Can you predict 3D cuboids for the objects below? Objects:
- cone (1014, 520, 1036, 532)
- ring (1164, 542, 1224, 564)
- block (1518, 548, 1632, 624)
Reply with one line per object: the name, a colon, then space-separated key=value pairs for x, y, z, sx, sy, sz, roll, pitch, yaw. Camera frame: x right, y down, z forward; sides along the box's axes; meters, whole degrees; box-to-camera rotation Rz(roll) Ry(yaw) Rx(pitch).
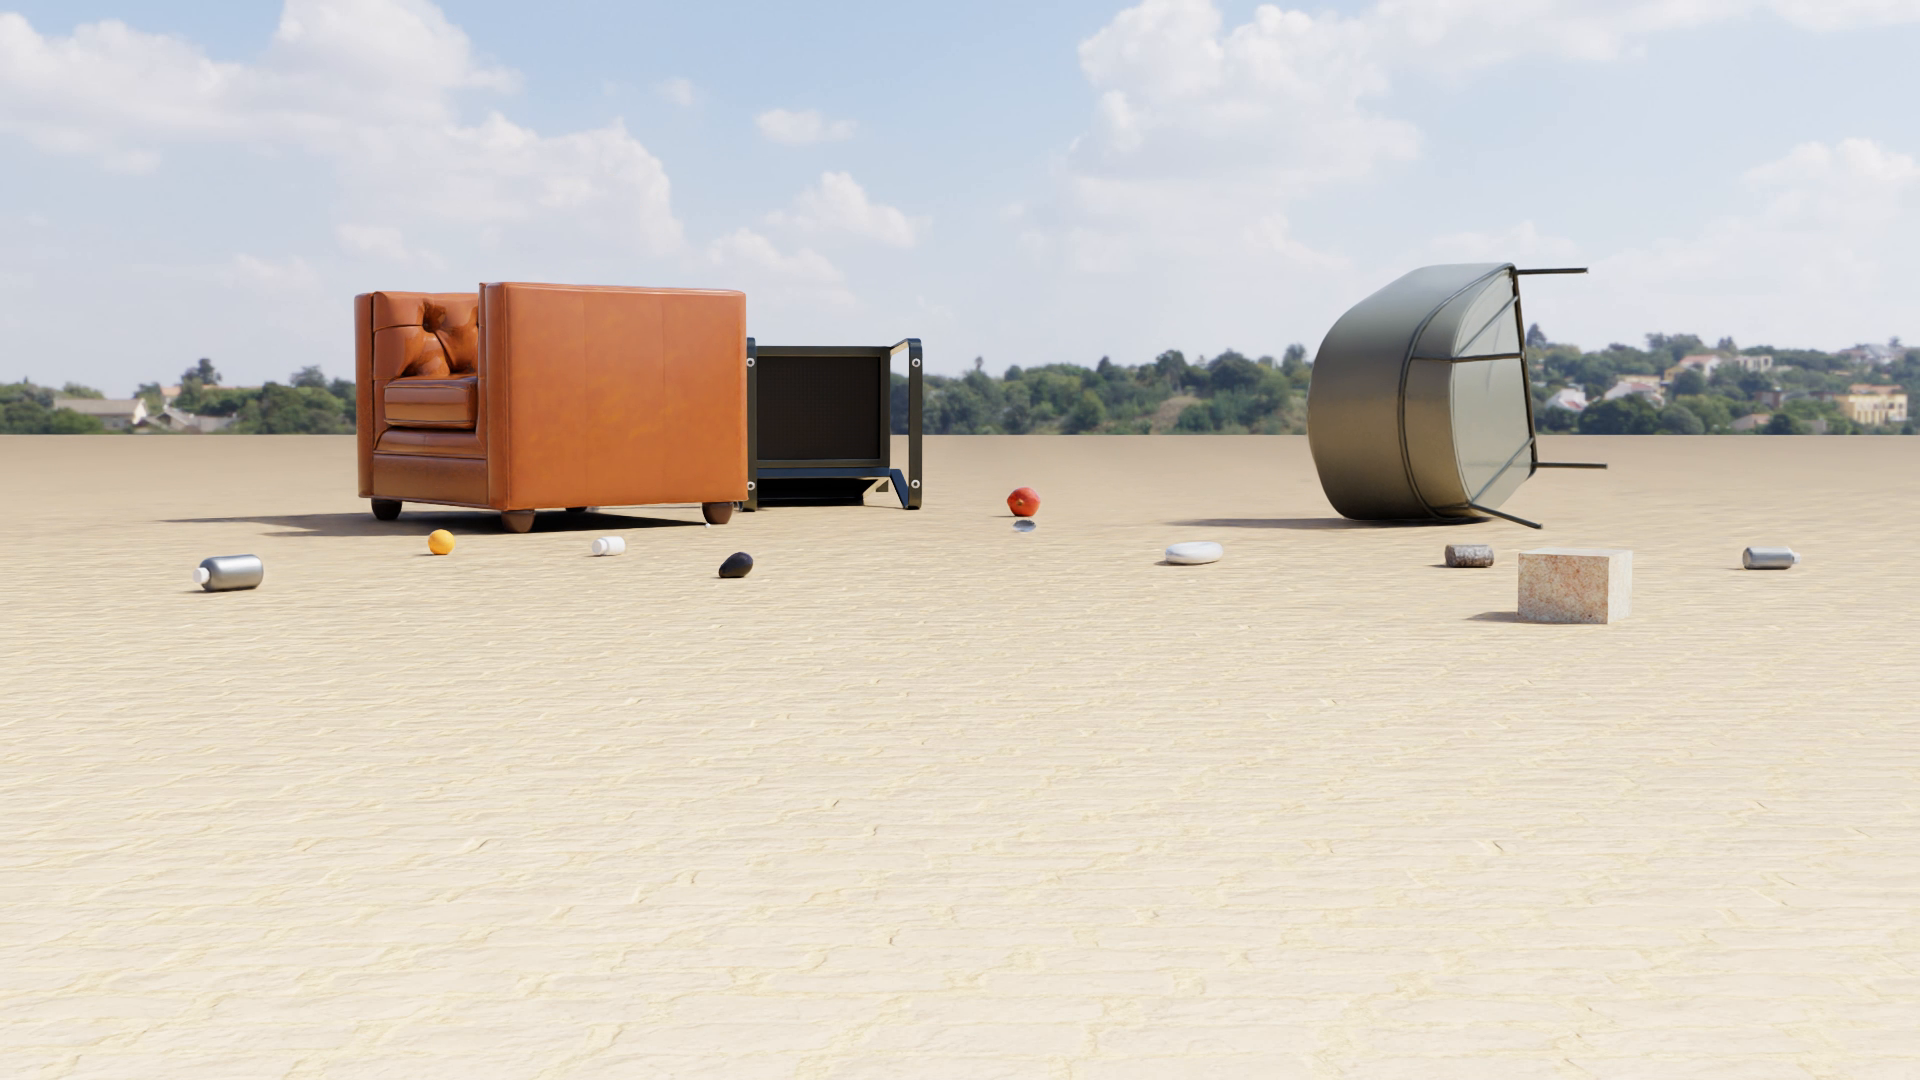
cone: x=0.199 y=-0.038 z=6.952 sx=0.073 sy=0.040 sz=0.091 roll=-2 pitch=-8 yaw=-4
ring: x=0.608 y=0.034 z=5.714 sx=0.133 sy=0.047 sz=0.309 roll=0 pitch=3 yaw=22
block: x=1.209 y=0.088 z=4.321 sx=0.174 sy=0.130 sz=0.191 roll=2 pitch=5 yaw=30
